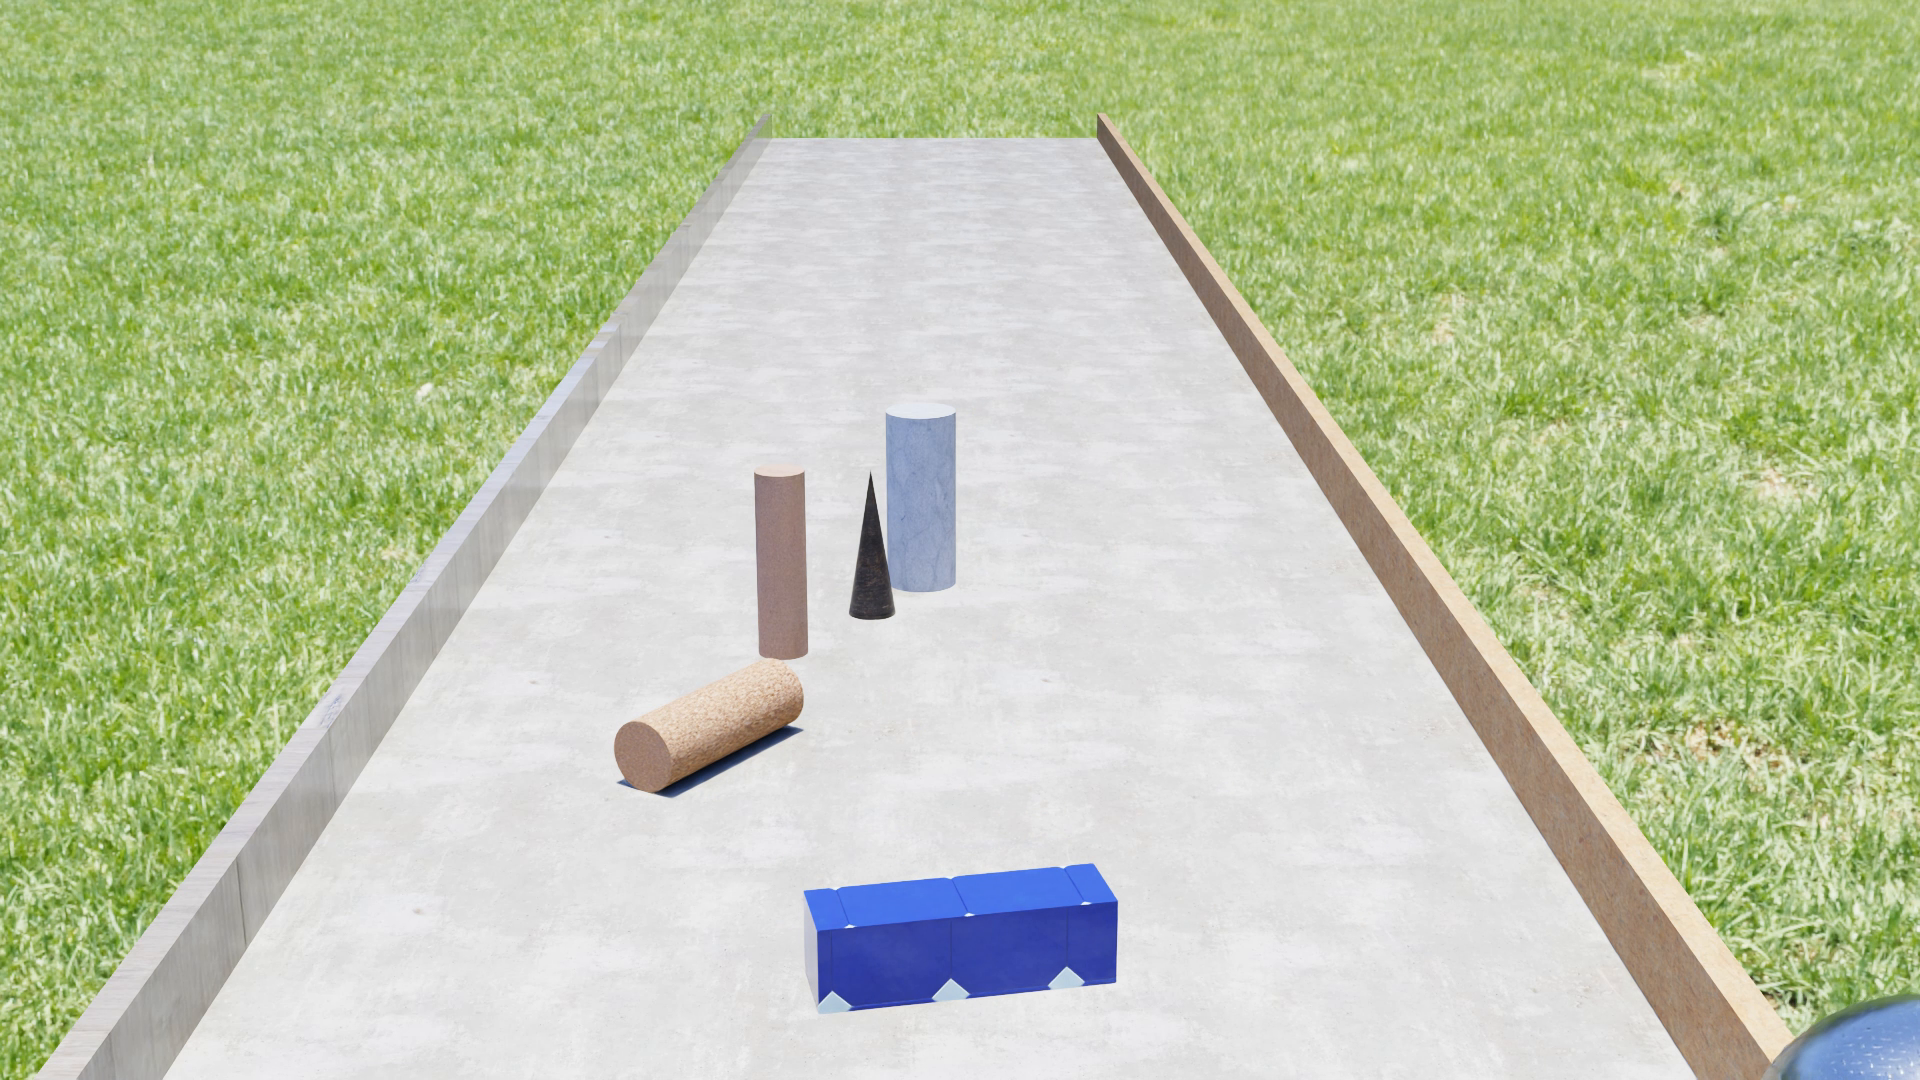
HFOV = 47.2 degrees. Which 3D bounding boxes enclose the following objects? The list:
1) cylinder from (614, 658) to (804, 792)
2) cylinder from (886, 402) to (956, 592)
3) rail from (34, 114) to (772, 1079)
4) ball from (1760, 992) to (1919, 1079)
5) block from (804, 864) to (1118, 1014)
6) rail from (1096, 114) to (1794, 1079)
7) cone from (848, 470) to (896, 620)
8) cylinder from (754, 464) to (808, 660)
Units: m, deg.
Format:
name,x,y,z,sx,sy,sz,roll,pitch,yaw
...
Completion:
name,x,y,z,sx,sy,sz,roll,pitch,yaw
cylinder,-0.441,0.325,3.908,0.128,0.128,0.377,10,19,31
cylinder,-0.086,-0.094,4.855,0.154,0.393,0.154,0,17,0
rail,-1.118,-0.838,7.780,0.050,0.150,12.000,0,17,-1
ball,0.915,0.607,2.055,0.361,0.361,0.361,0,17,0
block,0.000,0.562,3.113,0.426,0.128,0.128,-4,17,-12
rail,0.932,-0.844,7.801,0.050,0.150,12.000,0,17,-1
cone,-0.188,0.003,4.659,0.101,0.318,0.101,0,17,0
cylinder,-0.358,0.044,4.408,0.100,0.381,0.100,0,17,0
